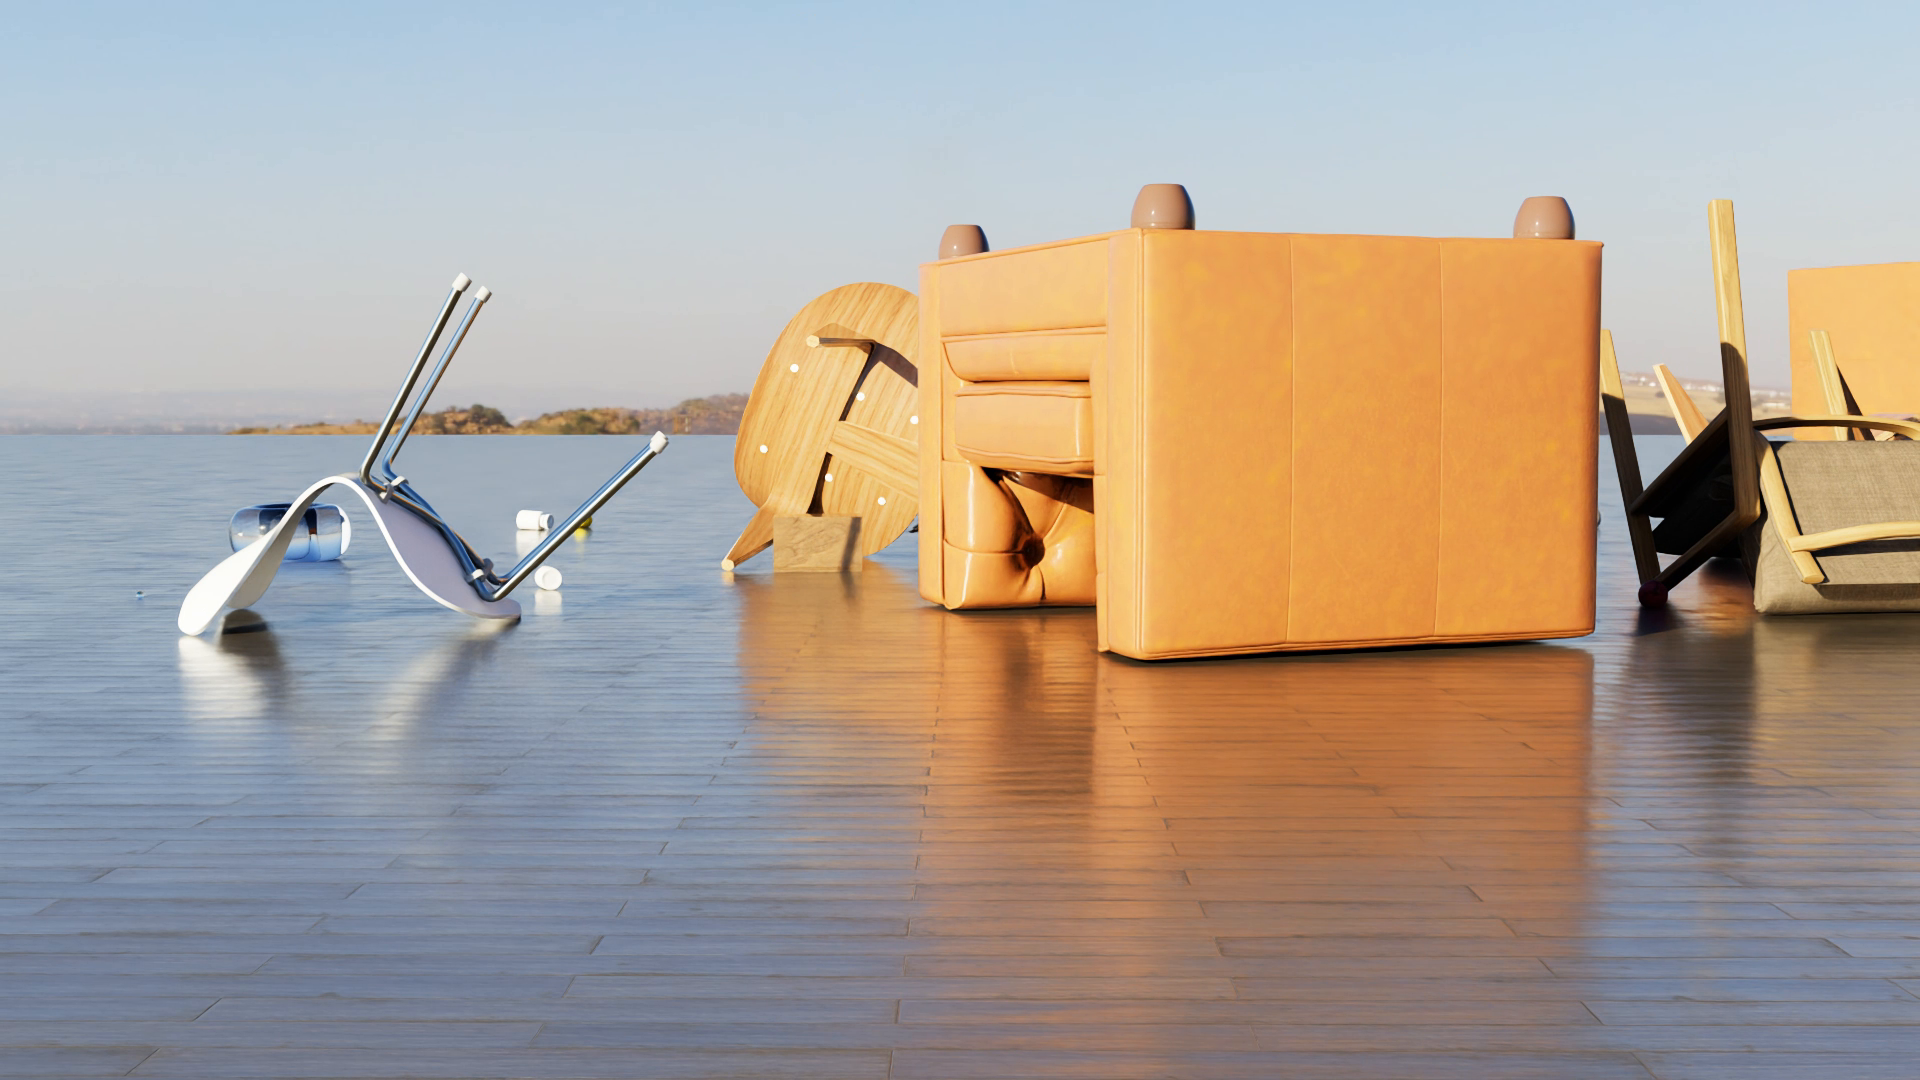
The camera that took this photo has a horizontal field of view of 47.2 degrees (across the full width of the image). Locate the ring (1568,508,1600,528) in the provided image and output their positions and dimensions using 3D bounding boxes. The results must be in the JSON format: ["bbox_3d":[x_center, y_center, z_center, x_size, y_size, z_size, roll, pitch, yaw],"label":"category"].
[{"bbox_3d":[2.038,-0.072,7.174,0.098,0.059,0.124,-2,3,-7],"label":"ring"}]

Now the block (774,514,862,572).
[{"bbox_3d":[-0.354,0.006,5.480,0.218,0.135,0.143,0,4,-3],"label":"block"}]

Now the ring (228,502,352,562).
[{"bbox_3d":[-1.762,-0.019,5.784,0.314,0.145,0.280,-1,5,5],"label":"ring"}]

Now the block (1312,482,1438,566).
[{"bbox_3d":[1.078,-0.043,5.726,0.176,0.199,0.276,-2,5,-32],"label":"block"}]
